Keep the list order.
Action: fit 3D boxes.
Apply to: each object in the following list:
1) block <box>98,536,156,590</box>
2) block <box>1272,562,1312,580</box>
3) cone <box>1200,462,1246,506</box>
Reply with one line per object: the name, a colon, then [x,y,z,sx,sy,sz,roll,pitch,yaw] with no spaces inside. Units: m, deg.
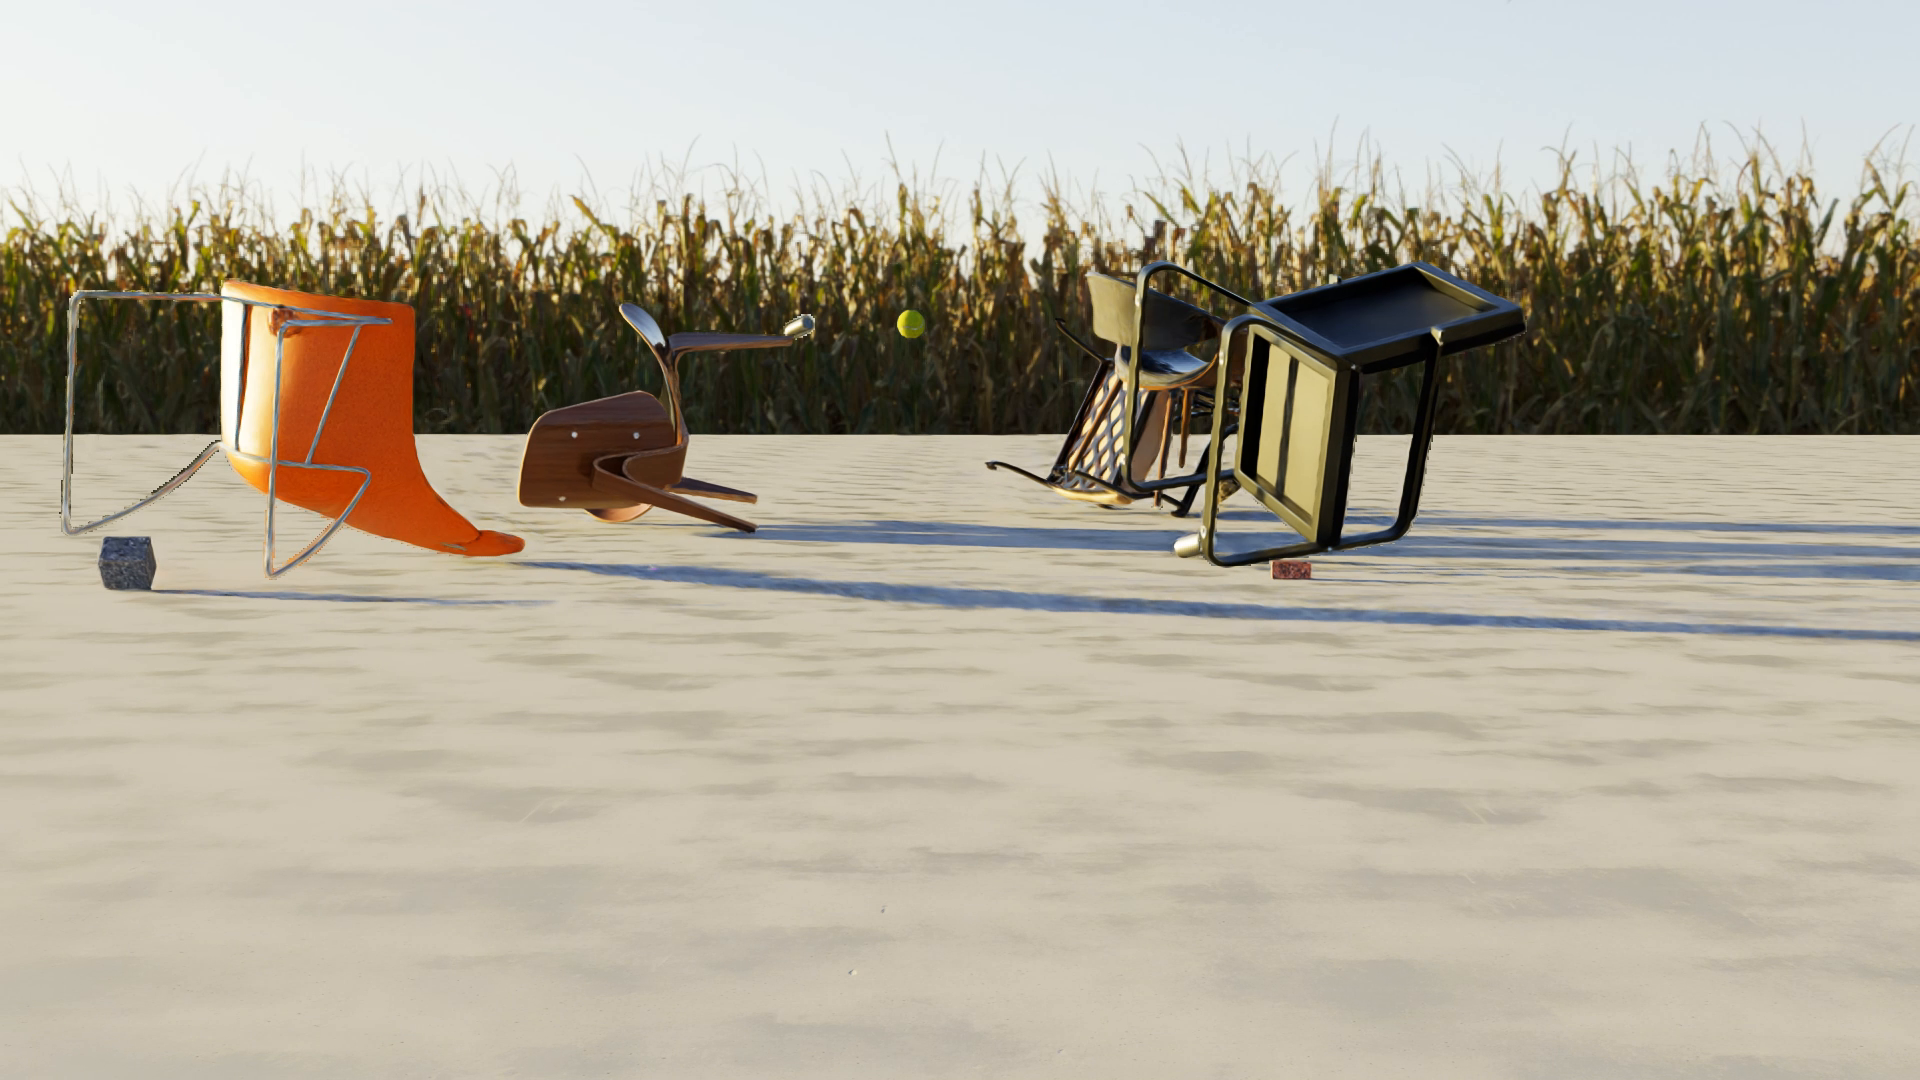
block: [-1.860,0.052,4.914,0.098,0.088,0.080,0,44,-7]
block: [0.784,0.072,5.204,0.091,0.041,0.034,0,4,4]
cone: [0.966,-0.241,8.378,0.133,0.171,0.215,-44,5,-26]
